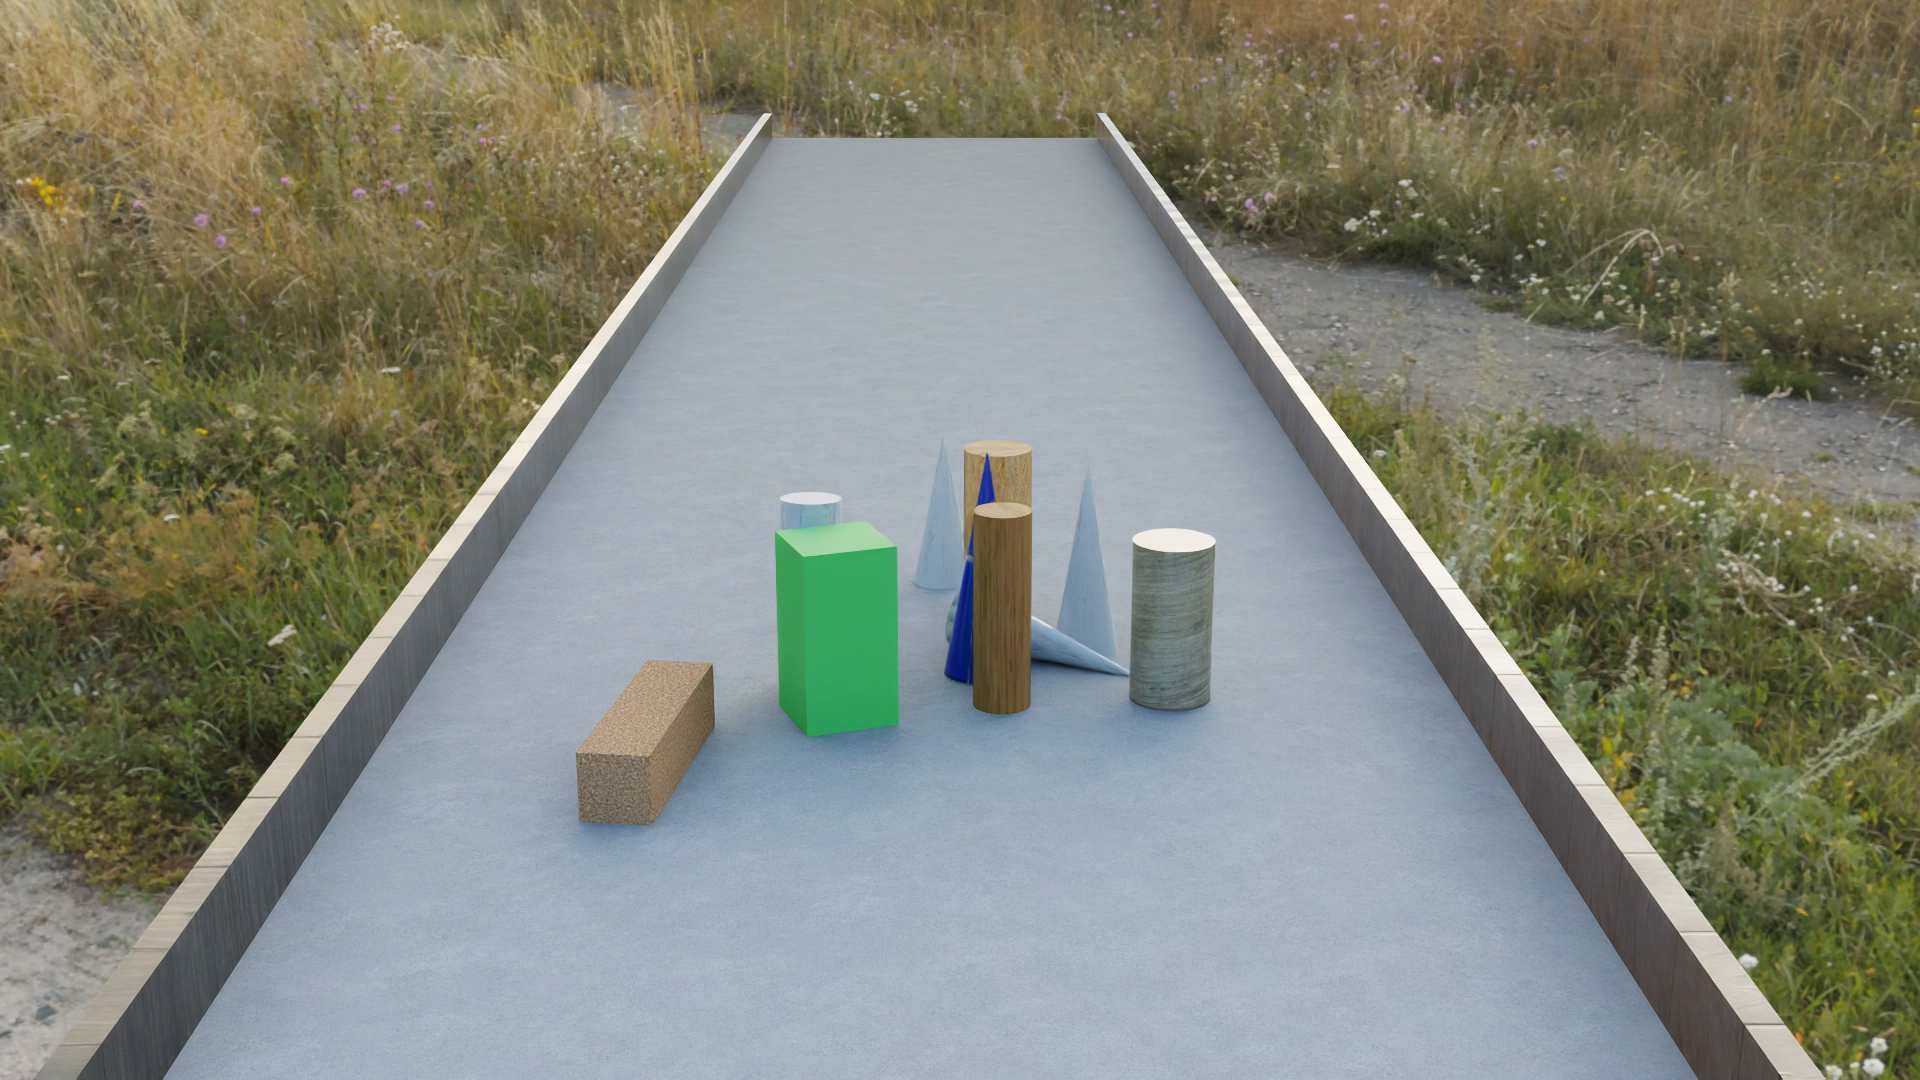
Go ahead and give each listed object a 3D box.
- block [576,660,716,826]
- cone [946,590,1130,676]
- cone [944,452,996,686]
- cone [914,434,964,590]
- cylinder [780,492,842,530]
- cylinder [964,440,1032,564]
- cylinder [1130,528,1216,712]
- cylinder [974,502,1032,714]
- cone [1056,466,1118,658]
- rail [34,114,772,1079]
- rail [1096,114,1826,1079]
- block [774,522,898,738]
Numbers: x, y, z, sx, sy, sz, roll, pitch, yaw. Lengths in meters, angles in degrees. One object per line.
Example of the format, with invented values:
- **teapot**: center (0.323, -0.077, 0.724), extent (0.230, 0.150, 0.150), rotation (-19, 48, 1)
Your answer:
- **block**: center (-0.543, 0.347, 3.843), extent (0.124, 0.124, 0.455), rotation (2, 17, 7)
- **cone**: center (0.180, 0.211, 4.399), extent (0.407, 0.138, 0.138), rotation (19, 23, 25)
- **cone**: center (0.049, 0.045, 4.274), extent (0.154, 0.454, 0.154), rotation (1, 17, 0)
- **cone**: center (-0.036, -0.072, 4.874), extent (0.134, 0.340, 0.134), rotation (0, 17, 0)
- **cylinder**: center (-0.287, 0.100, 4.229), extent (0.117, 0.369, 0.117), rotation (1, 13, 0)
- **cylinder**: center (0.079, -0.016, 4.637), extent (0.142, 0.366, 0.142), rotation (0, 17, 0)
- **cylinder**: center (0.401, 0.151, 4.168), extent (0.155, 0.314, 0.155), rotation (0, 17, 0)
- **cylinder**: center (0.079, 0.128, 4.124), extent (0.109, 0.383, 0.109), rotation (0, 17, 0)
- **cone**: center (0.254, 0.035, 4.412), extent (0.133, 0.398, 0.133), rotation (0, 17, 0)
- **rail**: center (-1.118, -0.838, 7.780), extent (0.050, 0.150, 12.000), rotation (0, 17, -1)
- **rail**: center (0.932, -0.844, 7.801), extent (0.050, 0.150, 12.000), rotation (0, 17, -1)
- **block**: center (-0.228, 0.162, 4.076), extent (0.177, 0.345, 0.177), rotation (-6, 18, -20)
